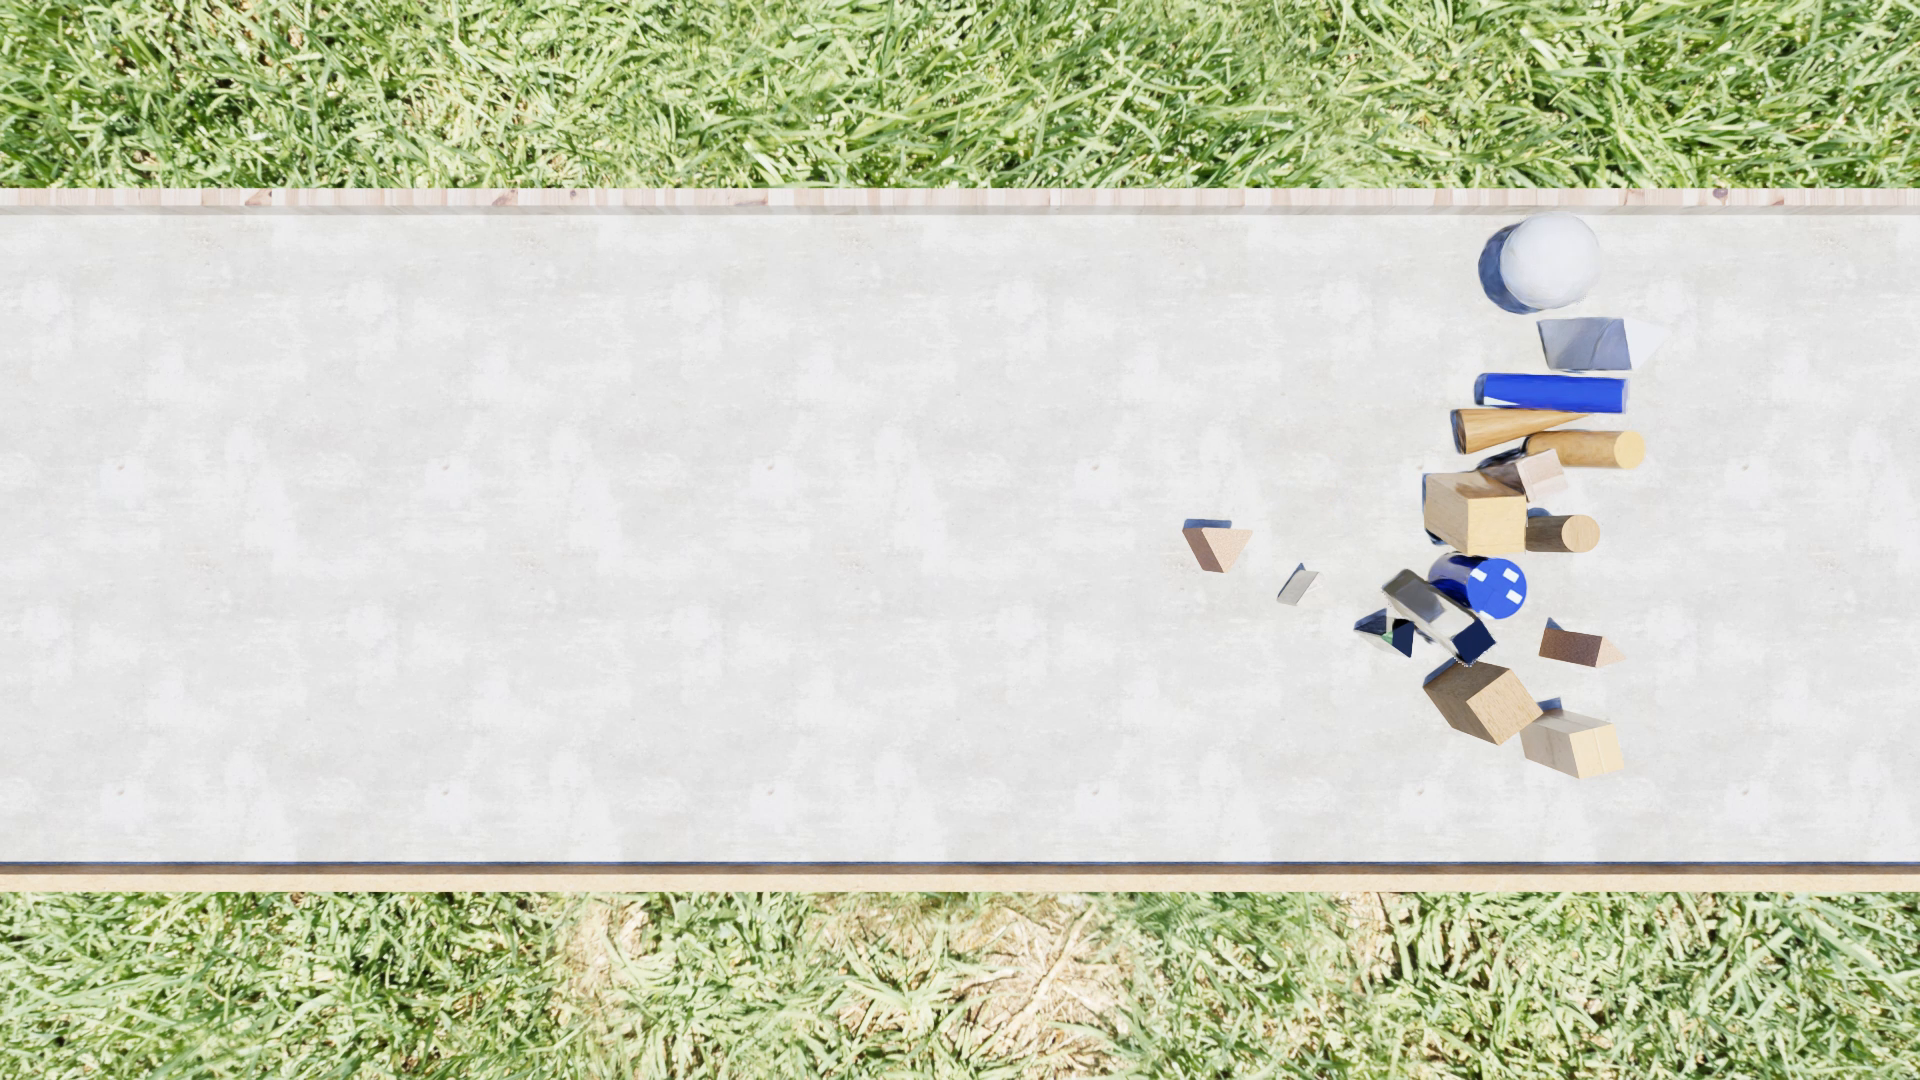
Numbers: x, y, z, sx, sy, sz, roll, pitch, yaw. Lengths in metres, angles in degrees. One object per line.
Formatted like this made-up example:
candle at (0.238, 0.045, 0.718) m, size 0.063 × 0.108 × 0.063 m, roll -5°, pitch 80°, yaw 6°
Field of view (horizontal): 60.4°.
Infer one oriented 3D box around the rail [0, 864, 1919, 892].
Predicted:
rail at (-2.247, 1.025, 5.001) m, size 12.000 × 0.150 × 0.050 m, roll 0°, pitch 90°, yaw 0°

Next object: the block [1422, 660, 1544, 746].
block at (1.530, 0.470, 4.854) m, size 0.156 × 0.444 × 0.156 m, roll -36°, pitch 90°, yaw 0°

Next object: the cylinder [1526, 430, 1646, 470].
cylinder at (1.848, -0.268, 4.886) m, size 0.113 × 0.364 × 0.113 m, roll -1°, pitch 94°, yaw -22°

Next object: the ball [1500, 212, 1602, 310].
ball at (1.730, -0.818, 4.834) m, size 0.283 × 0.283 × 0.283 m, roll 0°, pitch 90°, yaw 0°

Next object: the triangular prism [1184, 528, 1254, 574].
triangular prism at (0.737, 0.002, 4.866) m, size 0.124 × 0.421 × 0.143 m, roll 32°, pitch 90°, yaw 0°

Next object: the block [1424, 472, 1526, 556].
block at (1.519, -0.082, 4.879) m, size 0.167 × 0.357 × 0.167 m, roll -3°, pitch 104°, yaw -3°

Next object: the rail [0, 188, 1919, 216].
rail at (-2.247, -1.025, 5.002) m, size 12.000 × 0.150 × 0.050 m, roll 0°, pitch 90°, yaw 0°

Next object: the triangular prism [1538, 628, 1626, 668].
triangular prism at (1.813, 0.307, 4.848) m, size 0.089 × 0.457 × 0.077 m, roll -16°, pitch 90°, yaw 0°

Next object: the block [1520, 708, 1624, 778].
block at (1.788, 0.594, 4.853) m, size 0.130 × 0.447 × 0.130 m, roll -13°, pitch 90°, yaw 0°

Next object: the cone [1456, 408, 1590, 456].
cone at (1.730, -0.359, 4.971) m, size 0.424 × 0.144 × 0.144 m, roll -9°, pitch 90°, yaw 9°

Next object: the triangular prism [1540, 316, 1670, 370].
triangular prism at (1.865, -0.603, 4.849) m, size 0.156 × 0.426 × 0.135 m, roll -46°, pitch 103°, yaw -4°

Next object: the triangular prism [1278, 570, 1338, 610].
triangular prism at (1.039, 0.143, 4.924) m, size 0.120 × 0.305 × 0.104 m, roll 5°, pitch 90°, yaw 0°

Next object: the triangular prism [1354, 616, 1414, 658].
triangular prism at (1.278, 0.271, 4.908) m, size 0.106 × 0.337 × 0.091 m, roll 35°, pitch 90°, yaw 0°

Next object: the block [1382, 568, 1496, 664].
block at (1.404, 0.221, 4.854) m, size 0.102 × 0.435 × 0.102 m, roll -38°, pitch 111°, yaw 2°

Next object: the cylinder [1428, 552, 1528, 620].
cylinder at (1.537, 0.133, 4.912) m, size 0.179 × 0.315 × 0.179 m, roll 0°, pitch 93°, yaw -4°

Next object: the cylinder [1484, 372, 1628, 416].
cylinder at (1.772, -0.438, 4.912) m, size 0.393 × 0.106 × 0.106 m, roll 7°, pitch 90°, yaw 30°

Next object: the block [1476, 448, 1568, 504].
block at (1.670, -0.182, 4.913) m, size 0.124 × 0.321 × 0.124 m, roll -20°, pitch 90°, yaw -3°

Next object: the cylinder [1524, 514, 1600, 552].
cylinder at (1.768, -0.018, 4.886) m, size 0.110 × 0.381 × 0.110 m, roll 0°, pitch 90°, yaw 0°
